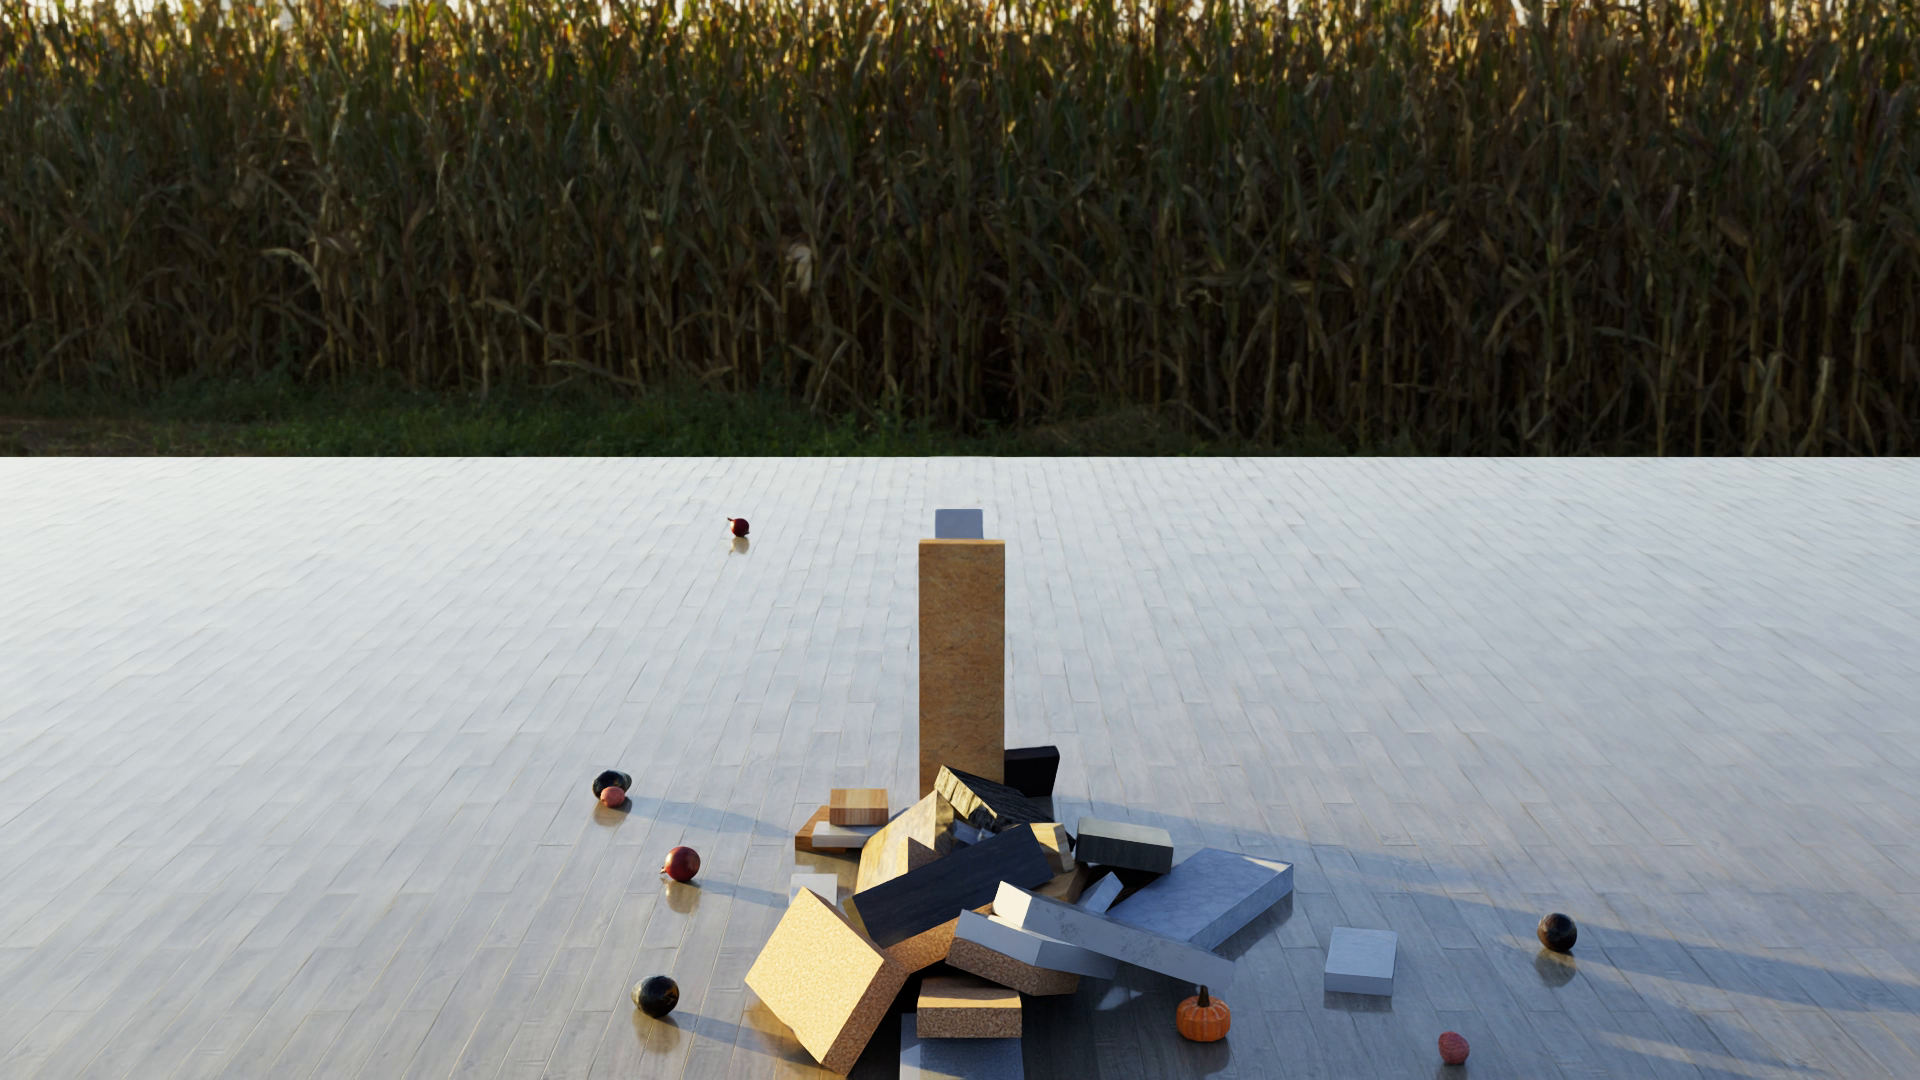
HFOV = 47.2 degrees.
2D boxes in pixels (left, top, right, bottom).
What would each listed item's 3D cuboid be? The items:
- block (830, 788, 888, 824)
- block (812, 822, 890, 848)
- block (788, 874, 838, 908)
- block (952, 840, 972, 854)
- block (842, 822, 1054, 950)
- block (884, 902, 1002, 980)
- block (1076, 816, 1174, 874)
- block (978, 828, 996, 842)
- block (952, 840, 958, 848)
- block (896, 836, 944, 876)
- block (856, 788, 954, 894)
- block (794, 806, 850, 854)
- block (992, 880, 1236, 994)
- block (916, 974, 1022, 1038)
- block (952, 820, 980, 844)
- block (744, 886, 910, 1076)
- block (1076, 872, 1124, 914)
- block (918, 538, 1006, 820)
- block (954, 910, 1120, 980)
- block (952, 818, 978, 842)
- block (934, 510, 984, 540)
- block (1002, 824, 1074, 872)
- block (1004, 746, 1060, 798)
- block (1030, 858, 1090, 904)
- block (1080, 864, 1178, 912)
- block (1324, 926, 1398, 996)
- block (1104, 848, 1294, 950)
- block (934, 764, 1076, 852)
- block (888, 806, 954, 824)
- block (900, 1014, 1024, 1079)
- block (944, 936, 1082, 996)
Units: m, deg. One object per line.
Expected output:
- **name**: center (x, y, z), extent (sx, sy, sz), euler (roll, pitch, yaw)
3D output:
- **block**: center (-0.182, 0.481, 3.969), extent (0.104, 0.029, 0.208), euler (0, 3, -3)
- **block**: center (-0.179, 0.517, 3.859), extent (0.153, 0.022, 0.076), euler (1, 11, 3)
- **block**: center (-0.241, 0.587, 3.628), extent (0.076, 0.022, 0.153), euler (0, 11, -2)
- **block**: center (0.032, 0.520, 3.690), extent (0.076, 0.021, 0.151), euler (3, 2, 7)
- **block**: center (-0.013, 0.537, 3.380), extent (0.384, 0.098, 0.028), euler (-16, -14, -43)
- **block**: center (-0.053, 0.606, 3.230), extent (0.161, 0.046, 0.322), euler (-35, -14, 38)
- **block**: center (0.275, 0.513, 3.710), extent (0.155, 0.044, 0.310), euler (8, -2, 4)
- **block**: center (0.055, 0.498, 3.618), extent (0.050, 0.014, 0.101), euler (27, 1, 2)
- **block**: center (0.004, 0.536, 3.760), extent (0.063, 0.018, 0.127), euler (3, 2, 15)
- **block**: center (-0.011, 0.547, 3.438), extent (0.196, 0.028, 0.098), euler (32, 28, -20)
- **block**: center (-0.091, 0.525, 3.649), extent (0.162, 0.046, 0.324), euler (-37, 8, 7)
- **block**: center (-0.228, 0.521, 3.968), extent (0.092, 0.026, 0.184), euler (2, 11, 11)
- **block**: center (0.222, 0.578, 3.207), extent (0.324, 0.046, 0.162), euler (20, -5, -13)
- **block**: center (0.013, 0.633, 3.004), extent (0.133, 0.038, 0.438), euler (0, -6, 0)
- **block**: center (0.013, 0.492, 3.682), extent (0.050, 0.014, 0.101), euler (26, 1, -3)
- **block**: center (-0.192, 0.616, 3.098), extent (0.046, 0.161, 0.322), euler (34, -5, -25)
- **block**: center (0.178, 0.590, 3.411), extent (0.109, 0.031, 0.218), euler (-40, -3, 20)
- **block**: center (0.004, 0.257, 4.034), extent (0.155, 0.520, 0.044), euler (1, 11, 3)
- **block**: center (0.114, 0.580, 3.146), extent (0.133, 0.038, 0.265), euler (15, -6, 31)
- **block**: center (0.033, 0.525, 3.946), extent (0.092, 0.026, 0.185), euler (6, 12, 28)
- **block**: center (0.000, 0.207, 4.525), extent (0.104, 0.029, 0.772), euler (0, 43, -1)
- **block**: center (0.128, 0.507, 3.621), extent (0.022, 0.076, 0.153), euler (-16, 2, -33)
- **block**: center (0.079, 0.445, 4.161), extent (0.208, 0.104, 0.029), euler (-3, 38, -17)
- **block**: center (0.137, 0.563, 3.526), extent (0.109, 0.031, 0.284), euler (-14, 2, 10)
- **block**: center (0.264, 0.575, 3.664), extent (0.109, 0.031, 0.218), euler (7, 13, 33)
- **block**: center (0.609, 0.638, 3.336), extent (0.098, 0.028, 0.196), euler (2, 11, 13)
- **block**: center (0.378, 0.590, 3.545), extent (0.162, 0.046, 0.429), euler (6, 12, 30)
- **block**: center (0.075, 0.478, 3.853), extent (0.155, 0.044, 0.310), euler (21, 3, -20)
- **block**: center (-0.087, 0.521, 3.966), extent (0.092, 0.026, 0.184), euler (4, 11, 22)
- **block**: center (0.005, 0.753, 2.668), extent (0.161, 0.046, 0.798), euler (0, 11, -1)
- **block**: center (0.080, 0.608, 3.137), extent (0.133, 0.038, 0.266), euler (17, -6, 18)
